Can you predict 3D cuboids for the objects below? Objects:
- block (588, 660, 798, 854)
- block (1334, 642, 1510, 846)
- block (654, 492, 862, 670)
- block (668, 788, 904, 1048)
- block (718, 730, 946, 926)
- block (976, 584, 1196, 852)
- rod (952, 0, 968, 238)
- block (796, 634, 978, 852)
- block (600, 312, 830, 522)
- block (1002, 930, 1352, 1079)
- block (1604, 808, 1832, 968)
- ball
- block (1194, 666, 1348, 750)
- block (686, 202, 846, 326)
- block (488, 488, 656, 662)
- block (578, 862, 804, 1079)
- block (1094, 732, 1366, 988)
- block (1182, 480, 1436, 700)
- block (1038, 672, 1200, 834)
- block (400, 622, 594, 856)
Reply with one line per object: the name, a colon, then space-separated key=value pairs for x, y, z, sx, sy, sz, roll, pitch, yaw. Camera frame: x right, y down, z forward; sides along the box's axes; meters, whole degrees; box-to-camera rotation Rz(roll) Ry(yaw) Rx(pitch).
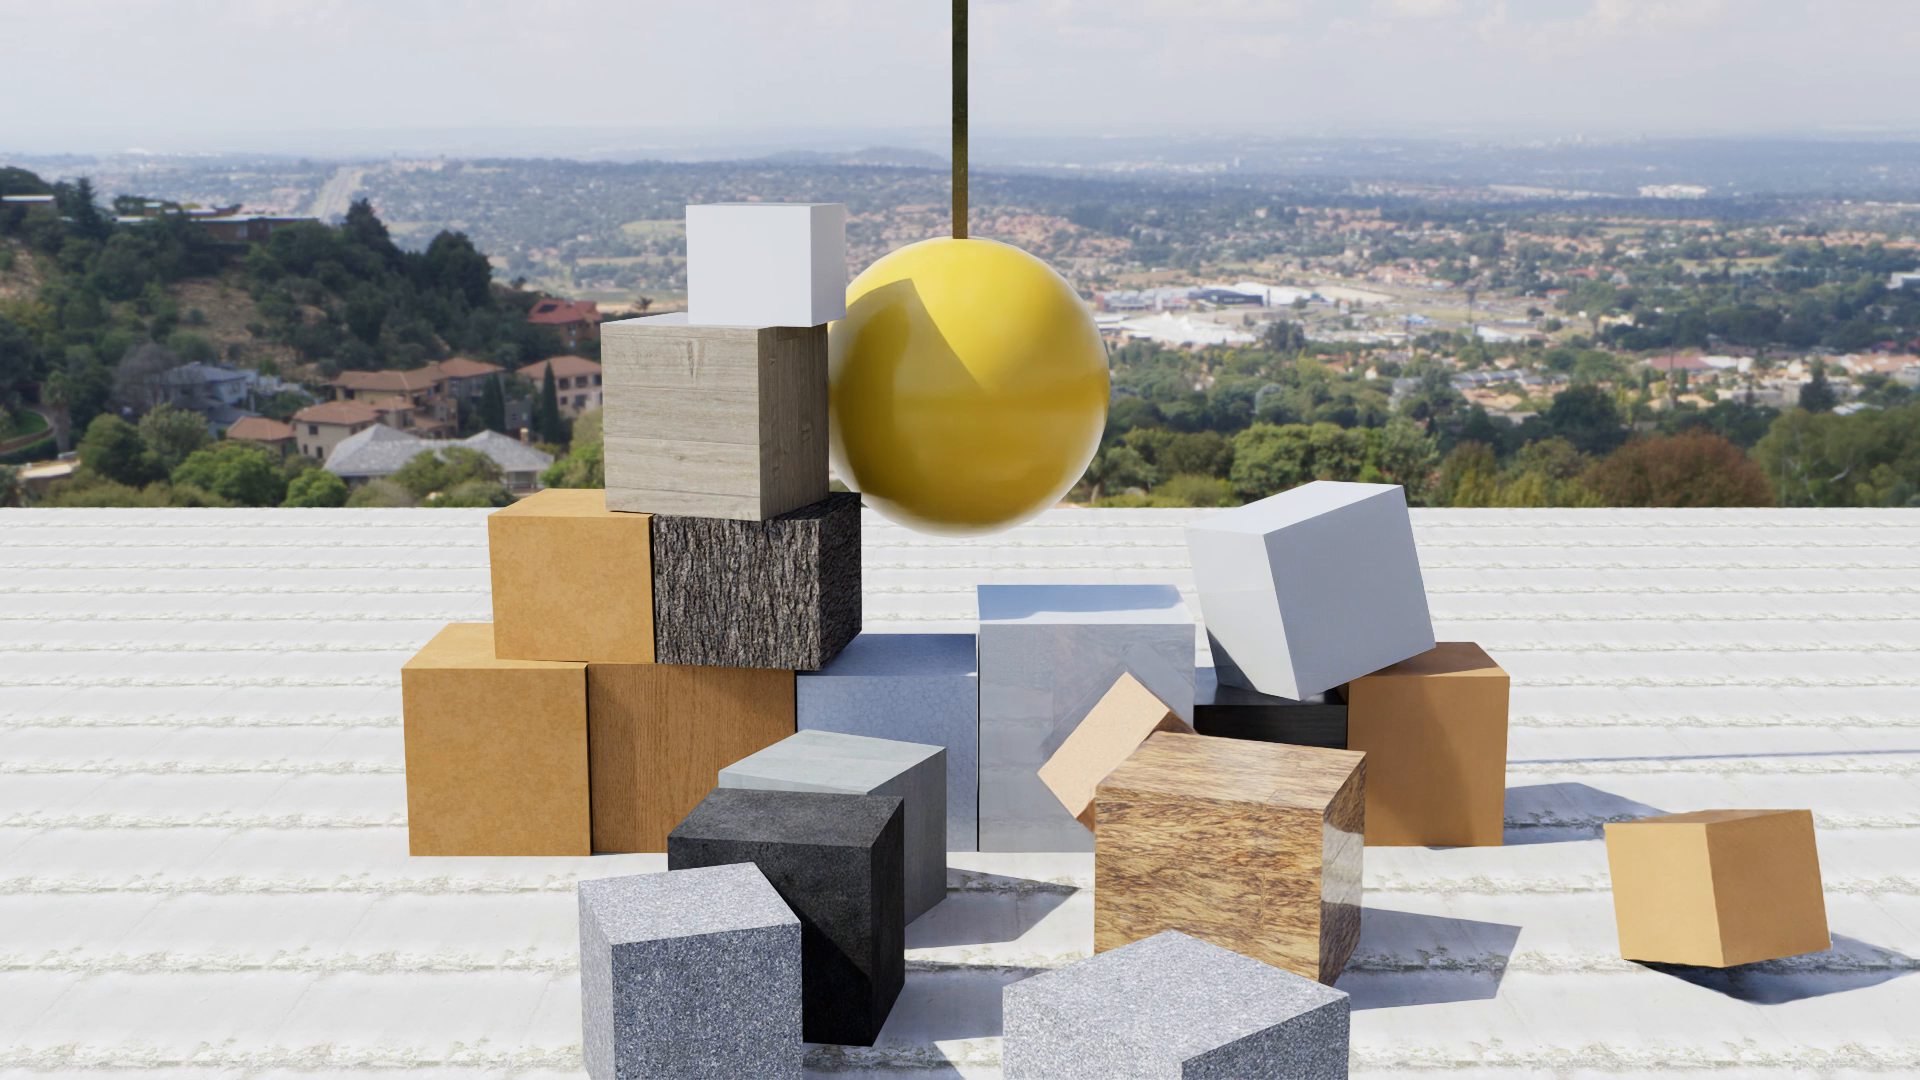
block: x=-1.321 y=0.996 z=11.371 sx=1.013 sy=0.971 sz=0.989 roll=0 pitch=10 yaw=0
block: x=2.333 y=1.041 z=11.376 sx=0.798 sy=0.881 sz=0.770 roll=0 pitch=10 yaw=0
block: x=-1.000 y=0.179 z=11.098 sx=0.825 sy=0.734 sz=0.901 roll=2 pitch=10 yaw=10
block: x=-0.690 y=1.516 z=8.945 sx=0.814 sy=0.817 sz=0.676 roll=2 pitch=10 yaw=9
block: x=-0.571 y=1.355 z=10.071 sx=0.750 sy=0.730 sz=0.790 roll=5 pitch=11 yaw=25
block: x=0.623 y=0.899 z=11.354 sx=1.058 sy=1.168 sz=0.972 roll=0 pitch=10 yaw=0
rod: x=0.000 y=-4.073 z=10.707 sx=0.080 sy=5.200 sz=0.080 roll=0 pitch=16 yaw=0
block: x=-0.359 y=1.029 z=11.373 sx=0.888 sy=0.905 sz=0.948 roll=0 pitch=10 yaw=0
block: x=-1.207 y=-0.634 z=10.954 sx=0.858 sy=0.918 sz=0.759 roll=4 pitch=11 yaw=22
block: x=0.710 y=1.849 z=7.280 sx=0.807 sy=0.757 sz=0.801 roll=-9 pitch=14 yaw=-41
block: x=3.219 y=1.472 z=9.383 sx=0.556 sy=0.583 sz=0.661 roll=-4 pitch=-5 yaw=-21
ball: x=0.000 y=-0.806 z=11.650 sx=1.600 sy=1.600 sz=1.600 roll=0 pitch=10 yaw=0
block: x=1.544 y=1.111 z=11.397 sx=0.762 sy=0.736 sz=0.810 roll=0 pitch=10 yaw=0
block: x=-0.943 y=-1.361 z=10.800 sx=0.622 sy=0.568 sz=0.585 roll=3 pitch=11 yaw=13
block: x=-1.843 y=0.166 z=11.204 sx=0.822 sy=0.725 sz=0.824 roll=1 pitch=11 yaw=10
block: x=-1.012 y=1.695 z=8.193 sx=0.685 sy=0.733 sz=0.712 roll=-4 pitch=11 yaw=-19
block: x=1.173 y=1.398 z=9.463 sx=0.954 sy=0.863 sz=0.911 roll=4 pitch=11 yaw=21
block: x=1.766 y=0.235 z=11.141 sx=0.851 sy=0.846 sz=0.737 roll=-18 pitch=11 yaw=-24
block: x=0.905 y=1.160 z=10.503 sx=0.657 sy=0.660 sz=0.642 roll=41 pitch=1 yaw=-19
block: x=-2.285 y=1.007 z=11.344 sx=0.896 sy=0.960 sz=1.034 roll=0 pitch=10 yaw=0
